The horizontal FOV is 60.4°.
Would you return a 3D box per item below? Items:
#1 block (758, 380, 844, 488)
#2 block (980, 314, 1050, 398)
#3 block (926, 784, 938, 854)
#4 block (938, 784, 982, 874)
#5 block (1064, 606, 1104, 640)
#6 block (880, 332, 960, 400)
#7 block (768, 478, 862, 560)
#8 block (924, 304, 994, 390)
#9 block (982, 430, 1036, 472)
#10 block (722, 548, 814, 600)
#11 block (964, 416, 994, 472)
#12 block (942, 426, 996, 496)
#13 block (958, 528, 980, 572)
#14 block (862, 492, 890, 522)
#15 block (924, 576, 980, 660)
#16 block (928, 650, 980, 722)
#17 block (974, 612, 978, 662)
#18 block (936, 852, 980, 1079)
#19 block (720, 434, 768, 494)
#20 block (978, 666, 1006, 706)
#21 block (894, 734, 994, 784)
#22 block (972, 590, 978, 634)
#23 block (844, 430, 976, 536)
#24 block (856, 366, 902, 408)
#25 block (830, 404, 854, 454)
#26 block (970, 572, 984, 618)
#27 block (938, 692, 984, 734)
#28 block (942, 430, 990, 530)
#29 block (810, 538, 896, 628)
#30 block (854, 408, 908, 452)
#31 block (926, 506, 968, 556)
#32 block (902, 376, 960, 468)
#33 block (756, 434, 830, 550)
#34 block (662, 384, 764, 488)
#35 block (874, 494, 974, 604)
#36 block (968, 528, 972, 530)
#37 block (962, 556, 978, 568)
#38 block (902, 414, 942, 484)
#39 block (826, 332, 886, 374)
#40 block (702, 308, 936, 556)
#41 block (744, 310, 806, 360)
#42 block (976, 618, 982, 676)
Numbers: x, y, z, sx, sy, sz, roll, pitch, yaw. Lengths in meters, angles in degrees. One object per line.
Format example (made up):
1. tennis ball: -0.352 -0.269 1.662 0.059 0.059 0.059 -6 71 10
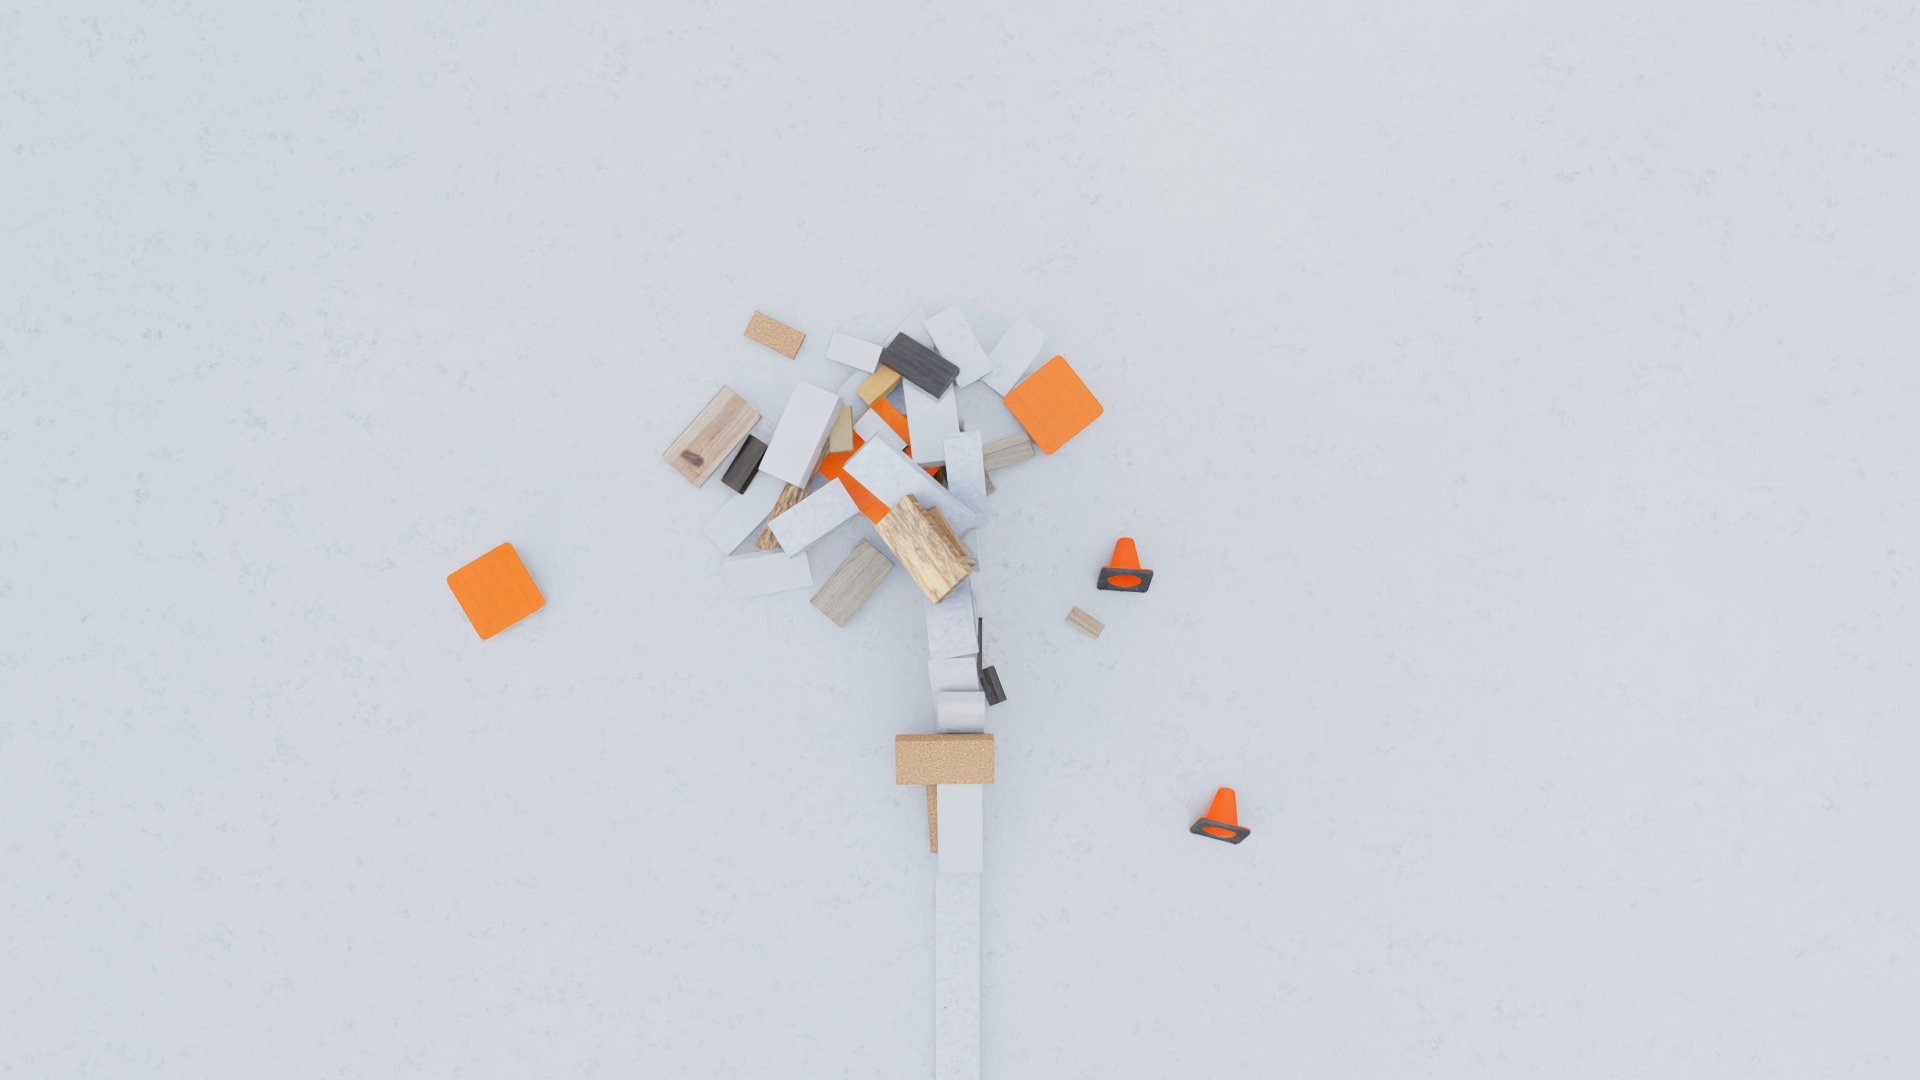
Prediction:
1. block: -0.521 -0.347 5.417 0.162 0.046 0.323 24 88 21
2. block: 0.174 -0.610 5.482 0.126 0.036 0.251 37 90 0
3. block: -0.034 0.880 5.438 0.145 0.041 0.291 -4 90 0
4. block: 0.000 0.940 5.397 0.145 0.041 0.291 -1 90 0
5. block: 0.416 0.277 5.491 0.122 0.017 0.061 33 90 0
6. block: -0.132 -0.573 5.404 0.239 0.034 0.119 33 71 13
7. block: -0.476 -0.070 5.399 0.276 0.039 0.138 -34 75 -2
8. block: -0.005 -0.638 5.447 0.126 0.036 0.251 -29 90 0
9. block: 0.152 -0.292 5.469 0.182 0.026 0.091 -19 93 -10
10. block: -0.635 0.105 5.453 0.276 0.039 0.138 -10 115 0
11. block: 0.063 -0.316 5.487 0.091 0.026 0.182 -3 90 0
12. block: 0.004 -0.240 5.439 0.127 0.036 0.255 -32 74 8
13. block: 0.006 0.086 5.418 0.119 0.034 0.238 -4 89 8
14. block: -0.185 -0.093 5.482 0.255 0.036 0.127 22 90 0
15. block: -0.031 0.236 5.264 0.150 0.043 0.301 -11 52 6
16. block: -0.014 0.470 5.311 0.150 0.043 0.301 -4 133 4
17. block: -0.001 0.299 5.330 0.101 0.029 0.202 -2 91 12
18. block: -0.008 1.273 5.479 0.145 0.041 1.114 0 90 0
19. block: -0.708 -0.250 5.464 0.092 0.026 0.184 32 90 32
20. block: 0.106 0.485 5.491 0.061 0.017 0.122 -21 90 0
21. block: -0.049 0.713 5.366 0.321 0.046 0.161 -1 112 0
22. block: 0.021 0.235 5.350 0.075 0.021 0.149 1 91 12
23. block: -0.161 -0.156 5.305 0.425 0.046 0.162 41 115 -14
24. block: -0.263 -0.516 5.439 0.152 0.022 0.076 -42 66 0
25. block: -0.390 -0.364 5.416 0.076 0.022 0.152 -6 78 11
26. block: 0.040 0.179 5.379 0.075 0.021 0.149 -2 88 -1
27. block: 0.003 0.601 5.373 0.150 0.301 0.043 0 48 0
28. block: 0.020 -0.190 5.321 0.119 0.034 0.344 -7 124 -1
29. block: -0.357 0.143 5.480 0.138 0.039 0.276 40 90 0
30. block: -0.260 -0.338 5.403 0.091 0.026 0.182 -46 73 7
31. block: -0.069 -0.006 5.331 0.101 0.029 0.202 -25 112 18
32. block: -0.090 -0.393 5.373 0.162 0.046 0.323 -7 67 -2
33. block: -0.541 -0.172 5.454 0.076 0.022 0.468 26 92 -5
34. block: -0.822 -0.344 5.477 0.161 0.046 0.321 42 90 0
35. block: -0.117 0.029 5.257 0.161 0.046 0.321 -44 75 24
36. block: 0.031 -0.081 5.448 0.063 0.018 0.126 6 89 2
37. block: -0.009 0.077 5.319 0.075 0.149 0.021 -27 74 25
38. block: -0.124 -0.291 5.449 0.127 0.036 0.255 -2 87 28
39. block: -0.346 -0.619 5.458 0.184 0.026 0.092 20 90 19
40. block: -0.454 -0.359 5.482 0.126 0.036 1.031 44 90 0
41. block: -0.616 -0.682 5.487 0.184 0.026 0.092 26 90 0
42. block: 0.018 0.336 5.387 0.109 0.031 0.219 0 80 0
